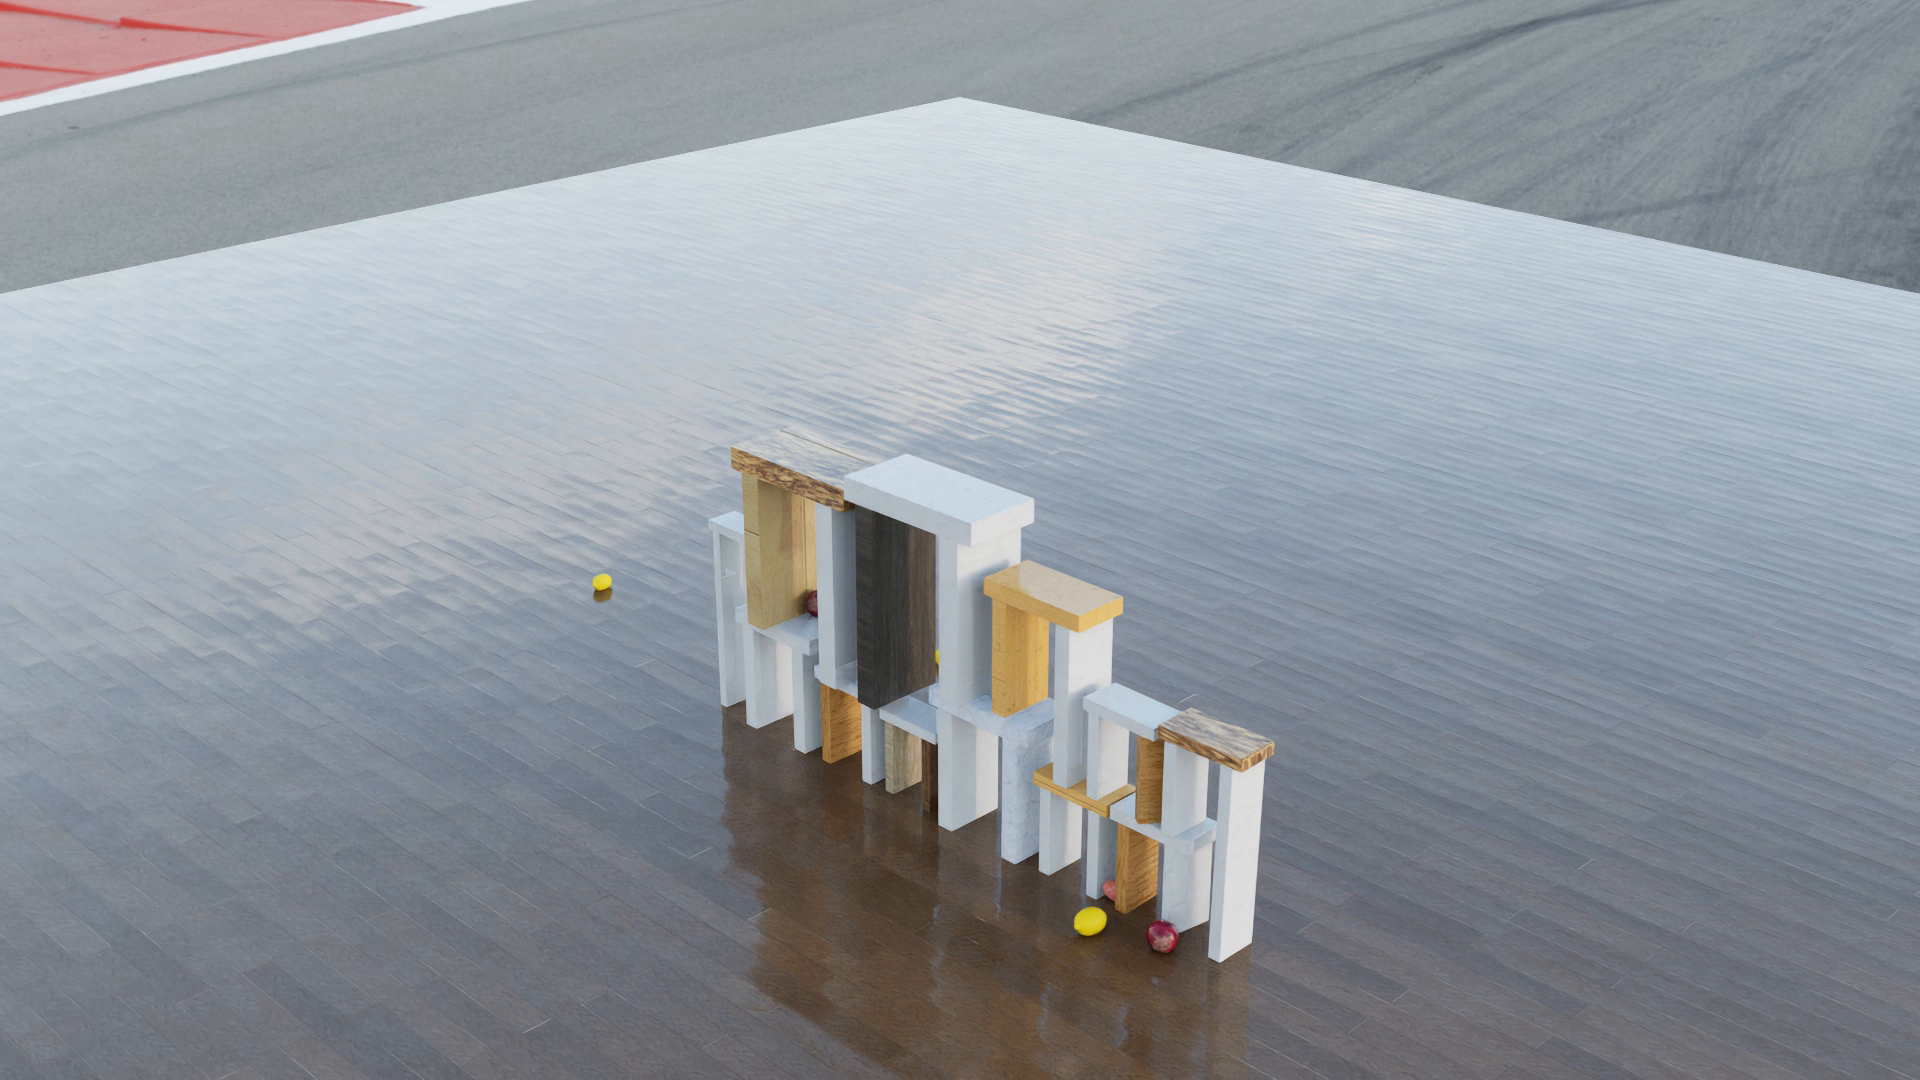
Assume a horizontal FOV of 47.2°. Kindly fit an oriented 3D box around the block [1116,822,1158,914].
[{"bbox_3d":[0.332,0.597,4.115,0.027,0.187,0.094,20,30,38],"label":"block"}]

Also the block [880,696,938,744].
[{"bbox_3d":[-0.078,0.364,4.458,0.162,0.023,0.081,21,31,41],"label":"block"}]

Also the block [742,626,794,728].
[{"bbox_3d":[-0.412,0.281,4.794,0.034,0.238,0.119,21,31,41],"label":"block"}]

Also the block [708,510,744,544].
[{"bbox_3d":[-0.464,-0.024,4.717,0.073,0.021,0.147,-21,31,-41],"label":"block"}]

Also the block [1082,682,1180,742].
[{"bbox_3d":[0.317,0.312,4.001,0.087,0.025,0.174,-20,30,-39],"label":"block"}]

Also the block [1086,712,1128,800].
[{"bbox_3d":[0.275,0.387,4.083,0.025,0.177,0.087,21,31,41],"label":"block"}]

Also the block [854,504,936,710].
[{"bbox_3d":[-0.127,0.112,4.396,0.049,0.431,0.172,22,31,40],"label":"block"}]

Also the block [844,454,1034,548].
[{"bbox_3d":[-0.043,-0.079,4.230,0.345,0.049,0.172,21,31,40],"label":"block"}]

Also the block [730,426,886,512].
[{"bbox_3d":[-0.290,-0.147,4.472,0.171,0.048,0.342,-21,31,-41],"label":"block"}]

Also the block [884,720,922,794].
[{"bbox_3d":[-0.117,0.434,4.530,0.023,0.162,0.081,21,31,41],"label":"block"}]

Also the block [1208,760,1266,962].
[{"bbox_3d":[0.493,0.563,3.923,0.093,0.399,0.026,-21,32,-40],"label":"block"}]

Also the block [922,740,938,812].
[{"bbox_3d":[-0.040,0.464,4.459,0.023,0.162,0.081,21,31,41],"label":"block"}]

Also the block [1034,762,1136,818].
[{"bbox_3d":[0.238,0.465,4.158,0.184,0.026,0.092,21,31,40],"label":"block"}]

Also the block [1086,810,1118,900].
[{"bbox_3d":[0.281,0.579,4.160,0.092,0.184,0.026,-21,31,-40],"label":"block"}]

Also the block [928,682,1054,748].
[{"bbox_3d":[0.079,0.323,4.277,0.132,0.037,0.264,-21,31,-41],"label":"block"}]

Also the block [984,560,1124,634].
[{"bbox_3d":[0.172,0.103,4.088,0.240,0.034,0.120,21,31,41],"label":"block"}]

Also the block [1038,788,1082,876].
[{"bbox_3d":[0.194,0.545,4.239,0.026,0.184,0.092,21,31,41],"label":"block"}]

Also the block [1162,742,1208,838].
[{"bbox_3d":[0.405,0.434,3.954,0.093,0.185,0.026,-20,30,-39],"label":"block"}]

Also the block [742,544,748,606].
[{"bbox_3d":[-0.430,0.067,4.718,0.021,0.147,0.073,21,31,41],"label":"block"}]

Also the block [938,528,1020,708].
[{"bbox_3d":[0.038,0.133,4.234,0.172,0.345,0.049,-21,31,-41],"label":"block"}]

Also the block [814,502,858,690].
[{"bbox_3d":[-0.211,0.091,4.484,0.171,0.400,0.048,-21,31,-40],"label":"block"}]

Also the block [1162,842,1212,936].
[{"bbox_3d":[0.417,0.628,4.041,0.094,0.187,0.027,-16,27,-33],"label":"block"}]

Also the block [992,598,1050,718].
[{"bbox_3d":[0.116,0.207,4.193,0.120,0.240,0.034,-21,31,-41],"label":"block"}]

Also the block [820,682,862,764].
[{"bbox_3d":[-0.248,0.370,4.649,0.094,0.188,0.027,-21,31,-41],"label":"block"}]

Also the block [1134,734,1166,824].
[{"bbox_3d":[0.364,0.428,3.981,0.087,0.174,0.025,-5,22,-11],"label":"block"}]

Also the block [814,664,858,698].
[{"bbox_3d":[-0.205,0.288,4.565,0.094,0.027,0.188,-21,31,-40],"label":"block"}]

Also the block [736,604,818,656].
[{"bbox_3d":[-0.356,0.177,4.689,0.238,0.034,0.119,21,31,41],"label":"block"}]

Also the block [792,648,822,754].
[{"bbox_3d":[-0.300,0.324,4.691,0.034,0.239,0.119,21,31,41],"label":"block"}]

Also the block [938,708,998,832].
[{"bbox_3d":[0.017,0.437,4.393,0.132,0.264,0.037,-21,31,-41],"label":"block"}]

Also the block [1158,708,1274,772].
[{"bbox_3d":[0.451,0.352,3.876,0.185,0.026,0.093,20,30,39],"label":"block"}]

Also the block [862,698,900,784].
[{"bbox_3d":[-0.160,0.404,4.567,0.094,0.188,0.027,-21,31,-41],"label":"block"}]

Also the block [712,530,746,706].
[{"bbox_3d":[-0.499,0.165,4.835,0.021,0.419,0.073,21,31,41],"label":"block"}]

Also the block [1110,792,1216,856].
[{"bbox_3d":[0.376,0.516,4.032,0.187,0.027,0.094,21,31,40],"label":"block"}]

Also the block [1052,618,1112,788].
[{"bbox_3d":[0.229,0.293,4.107,0.034,0.331,0.120,21,31,41],"label":"block"}]

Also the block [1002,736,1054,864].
[{"bbox_3d":[0.141,0.486,4.278,0.132,0.264,0.037,-21,31,-41],"label":"block"}]

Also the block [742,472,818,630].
[{"bbox_3d":[-0.371,0.002,4.622,0.048,0.342,0.171,21,31,41],"label":"block"}]
